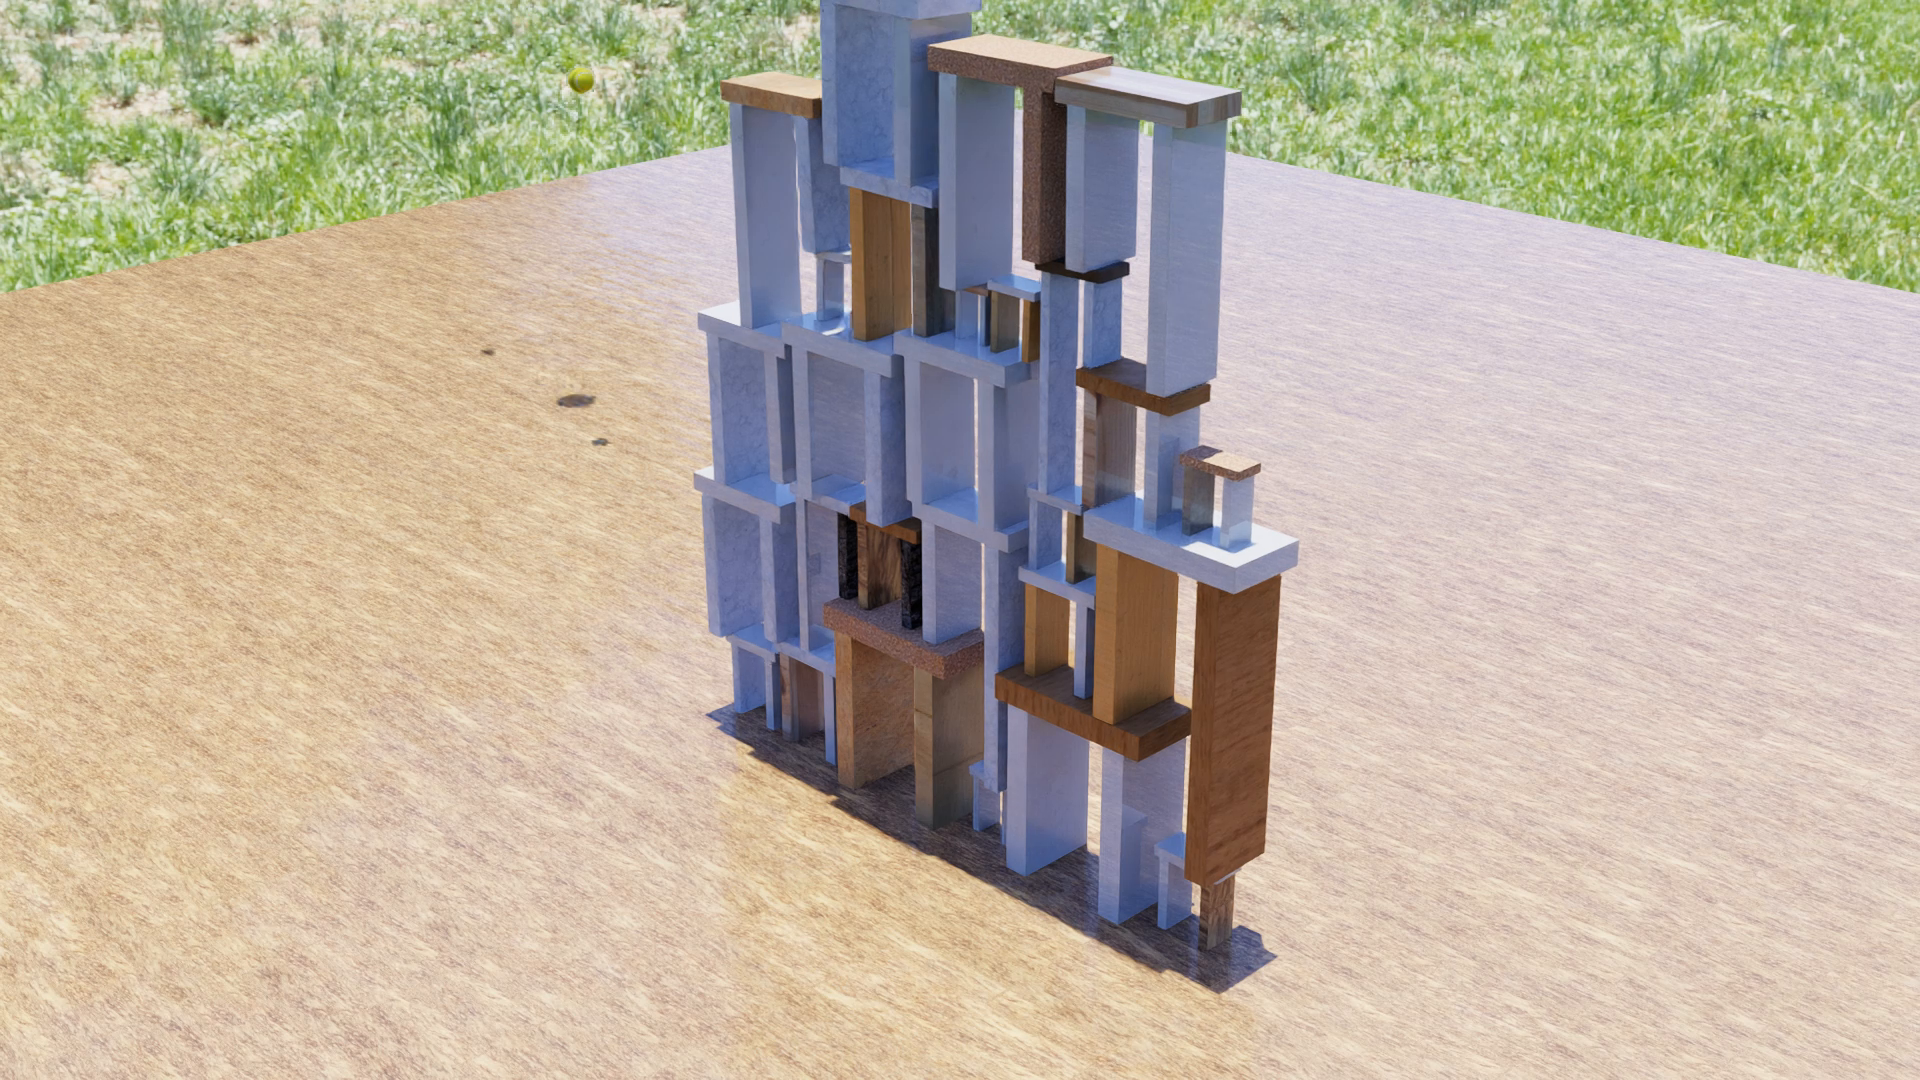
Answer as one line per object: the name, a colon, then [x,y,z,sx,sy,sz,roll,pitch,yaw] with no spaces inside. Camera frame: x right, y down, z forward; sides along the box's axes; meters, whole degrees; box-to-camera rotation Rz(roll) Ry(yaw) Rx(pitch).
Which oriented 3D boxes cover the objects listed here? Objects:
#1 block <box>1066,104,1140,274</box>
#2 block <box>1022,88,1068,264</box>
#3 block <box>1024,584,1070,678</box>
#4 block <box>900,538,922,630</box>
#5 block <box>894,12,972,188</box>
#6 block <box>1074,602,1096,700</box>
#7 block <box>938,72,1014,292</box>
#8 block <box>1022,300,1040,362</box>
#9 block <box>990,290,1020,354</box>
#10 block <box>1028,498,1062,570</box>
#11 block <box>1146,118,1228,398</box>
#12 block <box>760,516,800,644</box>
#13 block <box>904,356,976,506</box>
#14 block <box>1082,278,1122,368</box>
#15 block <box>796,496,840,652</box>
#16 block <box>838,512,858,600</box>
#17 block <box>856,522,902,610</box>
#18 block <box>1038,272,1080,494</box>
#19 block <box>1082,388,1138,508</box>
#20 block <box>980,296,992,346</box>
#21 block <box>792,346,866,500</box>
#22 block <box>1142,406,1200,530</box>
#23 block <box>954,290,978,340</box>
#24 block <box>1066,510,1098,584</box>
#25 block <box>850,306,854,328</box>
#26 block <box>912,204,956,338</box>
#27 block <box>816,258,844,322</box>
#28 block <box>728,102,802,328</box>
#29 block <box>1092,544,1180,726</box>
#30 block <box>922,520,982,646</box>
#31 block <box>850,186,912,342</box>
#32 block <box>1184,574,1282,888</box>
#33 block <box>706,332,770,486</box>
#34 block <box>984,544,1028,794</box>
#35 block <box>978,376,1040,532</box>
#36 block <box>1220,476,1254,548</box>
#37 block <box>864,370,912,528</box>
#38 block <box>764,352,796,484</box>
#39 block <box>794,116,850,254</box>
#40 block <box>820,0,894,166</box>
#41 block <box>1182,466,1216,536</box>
block: [0.240,-0.603,3.707,0.040,0.279,0.140,21,31,40]
block: [0.173,-0.636,3.773,0.042,0.297,0.148,22,32,40]
block: [0.164,0.155,4.116,0.027,0.187,0.094,21,31,41]
block: [-0.072,0.074,4.326,0.027,0.188,0.094,21,31,40]
block: [-0.048,-0.793,3.931,0.149,0.298,0.042,-21,32,-40]
block: [0.252,0.190,4.035,0.027,0.187,0.094,21,31,41]
block: [0.030,-0.647,3.917,0.042,0.385,0.149,21,31,40]
block: [0.136,-0.377,3.905,0.058,0.115,0.016,-22,34,-40]
block: [0.081,-0.399,3.955,0.058,0.115,0.016,-22,34,-40]
block: [0.158,-0.021,4.045,0.020,0.139,0.069,21,31,40]
block: [0.372,-0.469,3.620,0.040,0.453,0.139,21,31,40]
block: [-0.351,0.066,4.637,0.140,0.280,0.040,-21,31,-41]
block: [-0.037,-0.223,4.161,0.143,0.286,0.041,-22,31,-40]
block: [0.246,-0.379,3.793,0.076,0.152,0.022,-22,31,-40]
block: [-0.293,0.059,4.568,0.027,0.346,0.094,22,31,41]
block: [-0.203,0.020,4.457,0.094,0.187,0.027,-22,31,-40]
block: [-0.161,0.040,4.408,0.027,0.188,0.094,21,31,41]
block: [0.175,-0.284,3.911,0.022,0.412,0.076,21,31,41]
block: [0.263,-0.173,3.857,0.107,0.213,0.030,-21,30,-40]
block: [0.057,-0.403,3.991,0.048,0.095,0.014,-21,31,-40]
block: [-0.257,-0.251,4.385,0.044,0.312,0.156,21,31,41]
block: [0.362,-0.132,3.763,0.107,0.213,0.030,-21,31,-40]
block: [0.013,-0.420,4.033,0.048,0.095,0.014,-21,32,-40]
block: [0.223,0.005,3.985,0.020,0.139,0.069,21,31,41]
block: [-0.182,-0.472,4.232,0.018,0.124,0.062,23,31,35]
block: [-0.031,-0.507,4.044,0.123,0.247,0.035,-22,31,-40]
block: [-0.252,-0.492,4.281,0.018,0.124,0.062,20,30,35]
block: [-0.383,-0.651,4.356,0.131,0.449,0.037,-22,31,-40]
block: [0.317,0.145,3.944,0.170,0.340,0.048,-21,31,-41]
block: [-0.015,0.065,4.265,0.127,0.254,0.036,-21,31,-41]
block: [-0.148,-0.531,4.158,0.035,0.293,0.123,21,31,41]
block: [0.476,0.318,3.842,0.170,0.580,0.048,-22,31,-40]
block: [-0.456,-0.289,4.593,0.136,0.326,0.039,-22,31,-40]
block: [0.104,0.232,4.205,0.127,0.514,0.036,-21,31,-40]
block: [0.098,-0.171,4.036,0.143,0.286,0.041,-22,31,-40]
block: [0.466,-0.053,3.690,0.062,0.124,0.018,-21,31,-40]
block: [-0.111,-0.194,4.251,0.156,0.311,0.044,-22,31,-40]
block: [-0.326,-0.262,4.463,0.136,0.273,0.039,-22,30,-40]
block: [-0.248,-0.691,4.208,0.037,0.262,0.131,17,28,41]
block: [-0.184,-0.852,4.067,0.149,0.298,0.042,-19,30,-38]
block: [0.407,-0.075,3.743,0.062,0.124,0.018,-21,30,-40]
